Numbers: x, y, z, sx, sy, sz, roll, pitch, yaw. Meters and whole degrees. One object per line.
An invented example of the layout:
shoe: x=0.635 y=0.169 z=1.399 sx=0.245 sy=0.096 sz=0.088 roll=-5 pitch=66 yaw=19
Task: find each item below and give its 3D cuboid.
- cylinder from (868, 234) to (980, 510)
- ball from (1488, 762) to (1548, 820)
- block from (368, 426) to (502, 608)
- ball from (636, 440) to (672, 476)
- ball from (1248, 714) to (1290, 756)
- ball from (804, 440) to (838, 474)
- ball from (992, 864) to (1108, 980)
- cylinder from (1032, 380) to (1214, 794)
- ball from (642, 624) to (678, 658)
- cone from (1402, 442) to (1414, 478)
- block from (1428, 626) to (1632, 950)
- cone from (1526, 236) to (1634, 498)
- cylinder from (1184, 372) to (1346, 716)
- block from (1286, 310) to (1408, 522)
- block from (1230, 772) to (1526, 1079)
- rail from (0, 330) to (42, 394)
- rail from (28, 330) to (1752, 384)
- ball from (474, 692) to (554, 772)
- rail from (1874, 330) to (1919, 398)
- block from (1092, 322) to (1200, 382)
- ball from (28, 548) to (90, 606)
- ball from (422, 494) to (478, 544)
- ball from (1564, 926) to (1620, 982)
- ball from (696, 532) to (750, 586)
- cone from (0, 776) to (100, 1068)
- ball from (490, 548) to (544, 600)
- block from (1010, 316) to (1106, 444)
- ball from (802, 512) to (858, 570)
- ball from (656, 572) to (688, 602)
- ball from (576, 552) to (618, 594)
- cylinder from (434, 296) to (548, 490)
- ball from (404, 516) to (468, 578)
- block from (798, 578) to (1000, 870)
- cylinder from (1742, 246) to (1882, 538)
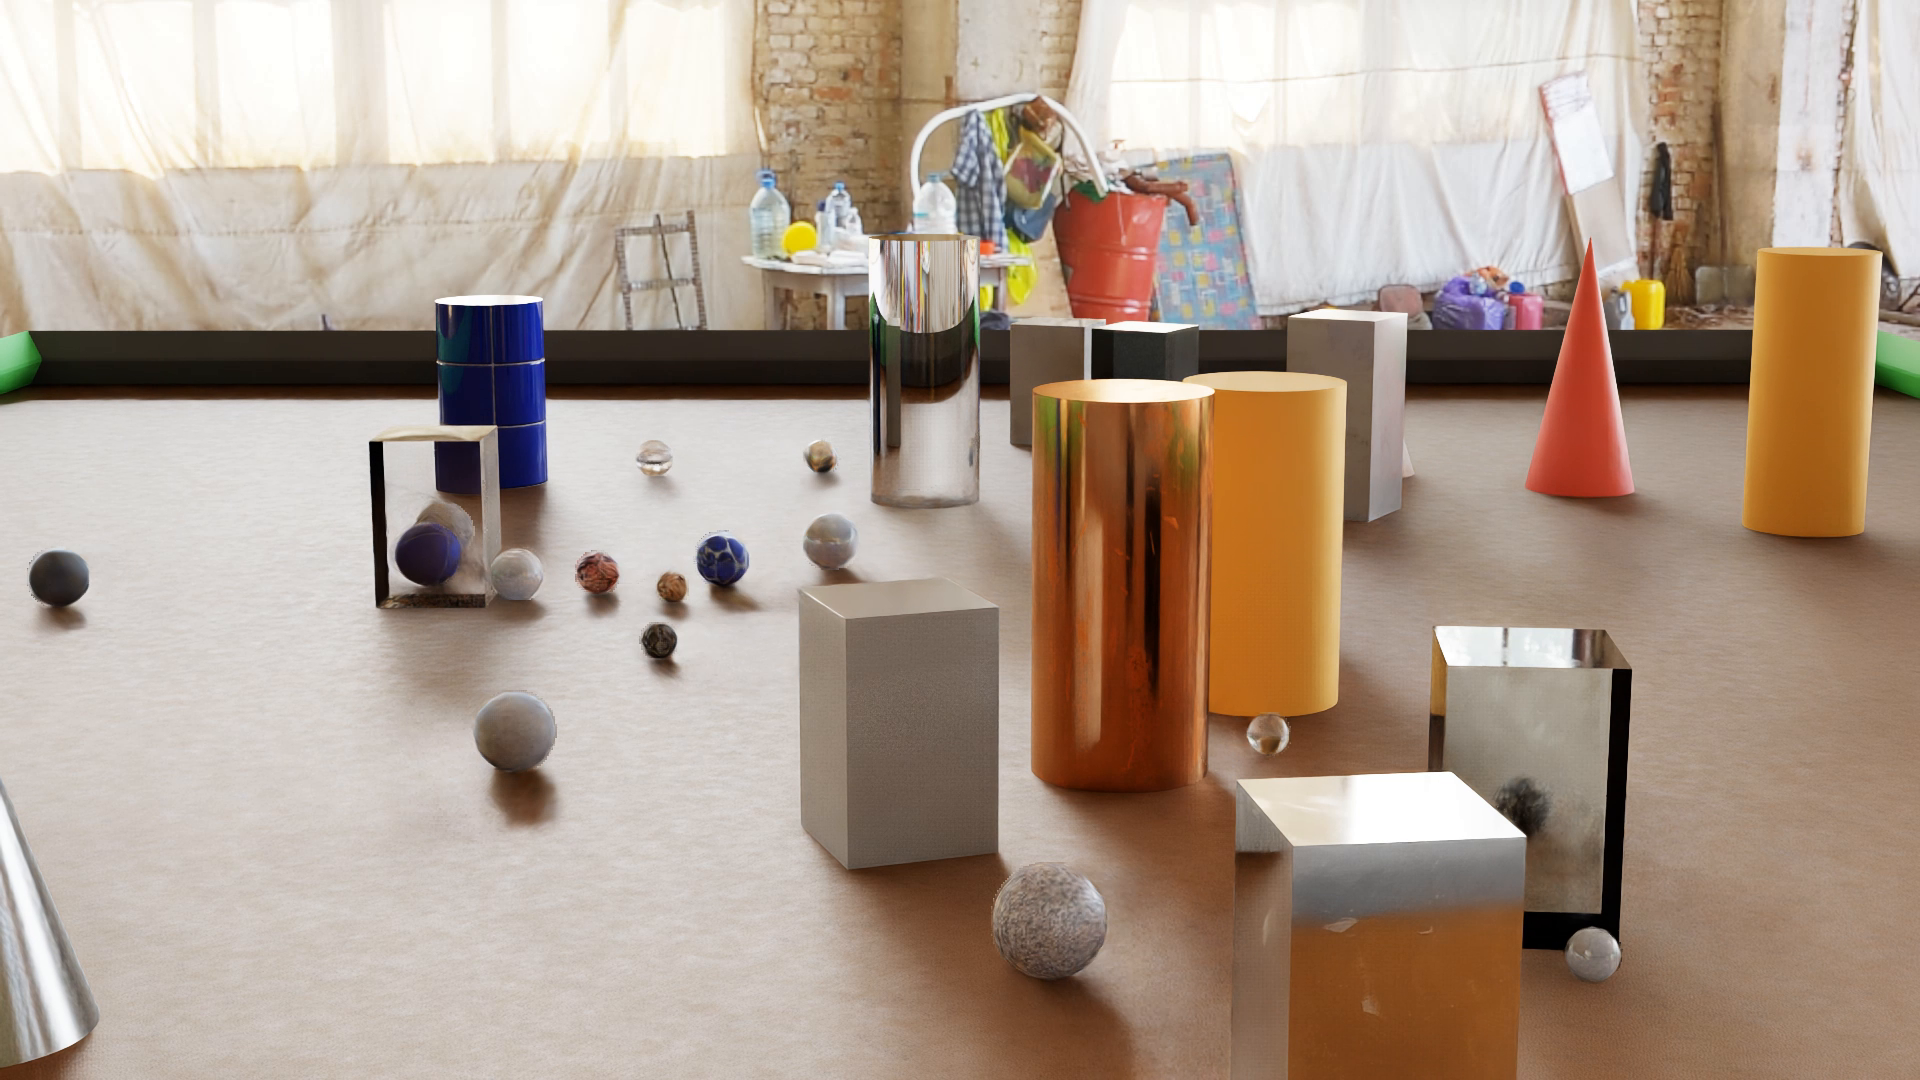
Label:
cylinder: x=-0.059 y=-0.283 z=4.267 sx=0.184 sy=0.438 sz=0.184 roll=0 pitch=11 yaw=0
ball: x=0.542 y=0.243 z=2.492 sx=0.057 sy=0.057 sz=0.057 roll=0 pitch=11 yaw=0
block: x=-0.714 y=-0.033 z=3.506 sx=0.147 sy=0.227 sz=0.147 roll=0 pitch=11 yaw=-1
ball: x=-0.541 y=-0.144 z=4.539 sx=0.066 sy=0.066 sz=0.066 roll=0 pitch=11 yaw=0
ball: x=0.327 y=0.206 z=2.722 sx=0.044 sy=0.044 sz=0.044 roll=0 pitch=11 yaw=0
ball: x=-0.247 y=-0.149 z=4.579 sx=0.060 sy=0.060 sz=0.060 roll=0 pitch=11 yaw=0
ball: x=0.072 y=0.306 z=2.059 sx=0.092 sy=0.092 sz=0.092 roll=0 pitch=11 yaw=0
cylinder: x=0.166 y=0.043 z=2.636 sx=0.184 sy=0.397 sz=0.184 roll=0 pitch=11 yaw=0
ball: x=-0.370 y=0.124 z=3.163 sx=0.043 sy=0.043 sz=0.043 roll=0 pitch=11 yaw=0
cone: x=0.721 y=-0.260 z=4.572 sx=0.184 sy=0.281 sz=0.184 roll=0 pitch=11 yaw=0
block: x=0.479 y=0.208 z=2.180 sx=0.147 sy=0.240 sz=0.147 roll=1 pitch=11 yaw=5
cone: x=1.068 y=-0.303 z=4.382 sx=0.184 sy=0.434 sz=0.184 roll=0 pitch=11 yaw=0
cylinder: x=0.345 y=0.001 z=2.938 sx=0.184 sy=0.368 sz=0.184 roll=0 pitch=11 yaw=0
block: x=0.626 y=-0.205 z=4.168 sx=0.147 sy=0.321 sz=0.147 roll=6 pitch=12 yaw=29
block: x=0.267 y=0.297 z=1.667 sx=0.147 sy=0.255 sz=0.147 roll=-1 pitch=11 yaw=-7
rail: x=-2.082 y=0.033 z=3.438 sx=0.045 sy=0.120 sz=4.886 roll=0 pitch=11 yaw=0
rail: x=-0.014 y=-0.414 z=5.828 sx=4.212 sy=0.120 sz=0.045 roll=0 pitch=11 yaw=0
ball: x=-0.462 y=0.199 z=2.660 sx=0.082 sy=0.082 sz=0.082 roll=0 pitch=11 yaw=0
rail: x=2.082 y=0.029 z=3.461 sx=0.045 sy=0.120 sz=4.886 roll=0 pitch=11 yaw=0
block: x=0.339 y=-0.267 z=4.702 sx=0.147 sy=0.247 sz=0.147 roll=6 pitch=12 yaw=29
ball: x=-1.216 y=0.050 z=3.463 sx=0.078 sy=0.078 sz=0.078 roll=0 pitch=11 yaw=0
ball: x=-0.766 y=-0.026 z=3.855 sx=0.084 sy=0.084 sz=0.084 roll=0 pitch=11 yaw=0
ball: x=0.507 y=0.332 z=2.054 sx=0.043 sy=0.043 sz=0.043 roll=0 pitch=11 yaw=0
ball: x=-0.333 y=0.027 z=3.597 sx=0.075 sy=0.075 sz=0.075 roll=0 pitch=11 yaw=0
cone: x=-0.752 y=0.224 z=1.927 sx=0.184 sy=0.302 sz=0.184 roll=0 pitch=11 yaw=0
ball: x=-0.604 y=0.047 z=3.499 sx=0.071 sy=0.071 sz=0.071 roll=0 pitch=11 yaw=0
block: x=0.189 y=-0.307 z=4.957 sx=0.147 sy=0.231 sz=0.147 roll=4 pitch=11 yaw=19
ball: x=-0.187 y=0.002 z=3.715 sx=0.081 sy=0.081 sz=0.081 roll=0 pitch=11 yaw=0
ball: x=-0.391 y=0.064 z=3.488 sx=0.042 sy=0.042 sz=0.042 roll=0 pitch=11 yaw=0
ball: x=-0.500 y=0.046 z=3.544 sx=0.057 sy=0.057 sz=0.057 roll=0 pitch=11 yaw=0
cylinder: x=-0.815 y=-0.259 z=4.466 sx=0.184 sy=0.317 sz=0.184 roll=0 pitch=11 yaw=0
ball: x=-0.746 y=0.009 z=3.650 sx=0.090 sy=0.090 sz=0.090 roll=0 pitch=11 yaw=0
block: x=-0.059 y=0.168 z=2.411 sx=0.147 sy=0.234 sz=0.147 roll=-4 pitch=11 yaw=-20
cylinder: x=1.333 y=-0.235 z=4.018 sx=0.184 sy=0.434 sz=0.184 roll=0 pitch=11 yaw=0
